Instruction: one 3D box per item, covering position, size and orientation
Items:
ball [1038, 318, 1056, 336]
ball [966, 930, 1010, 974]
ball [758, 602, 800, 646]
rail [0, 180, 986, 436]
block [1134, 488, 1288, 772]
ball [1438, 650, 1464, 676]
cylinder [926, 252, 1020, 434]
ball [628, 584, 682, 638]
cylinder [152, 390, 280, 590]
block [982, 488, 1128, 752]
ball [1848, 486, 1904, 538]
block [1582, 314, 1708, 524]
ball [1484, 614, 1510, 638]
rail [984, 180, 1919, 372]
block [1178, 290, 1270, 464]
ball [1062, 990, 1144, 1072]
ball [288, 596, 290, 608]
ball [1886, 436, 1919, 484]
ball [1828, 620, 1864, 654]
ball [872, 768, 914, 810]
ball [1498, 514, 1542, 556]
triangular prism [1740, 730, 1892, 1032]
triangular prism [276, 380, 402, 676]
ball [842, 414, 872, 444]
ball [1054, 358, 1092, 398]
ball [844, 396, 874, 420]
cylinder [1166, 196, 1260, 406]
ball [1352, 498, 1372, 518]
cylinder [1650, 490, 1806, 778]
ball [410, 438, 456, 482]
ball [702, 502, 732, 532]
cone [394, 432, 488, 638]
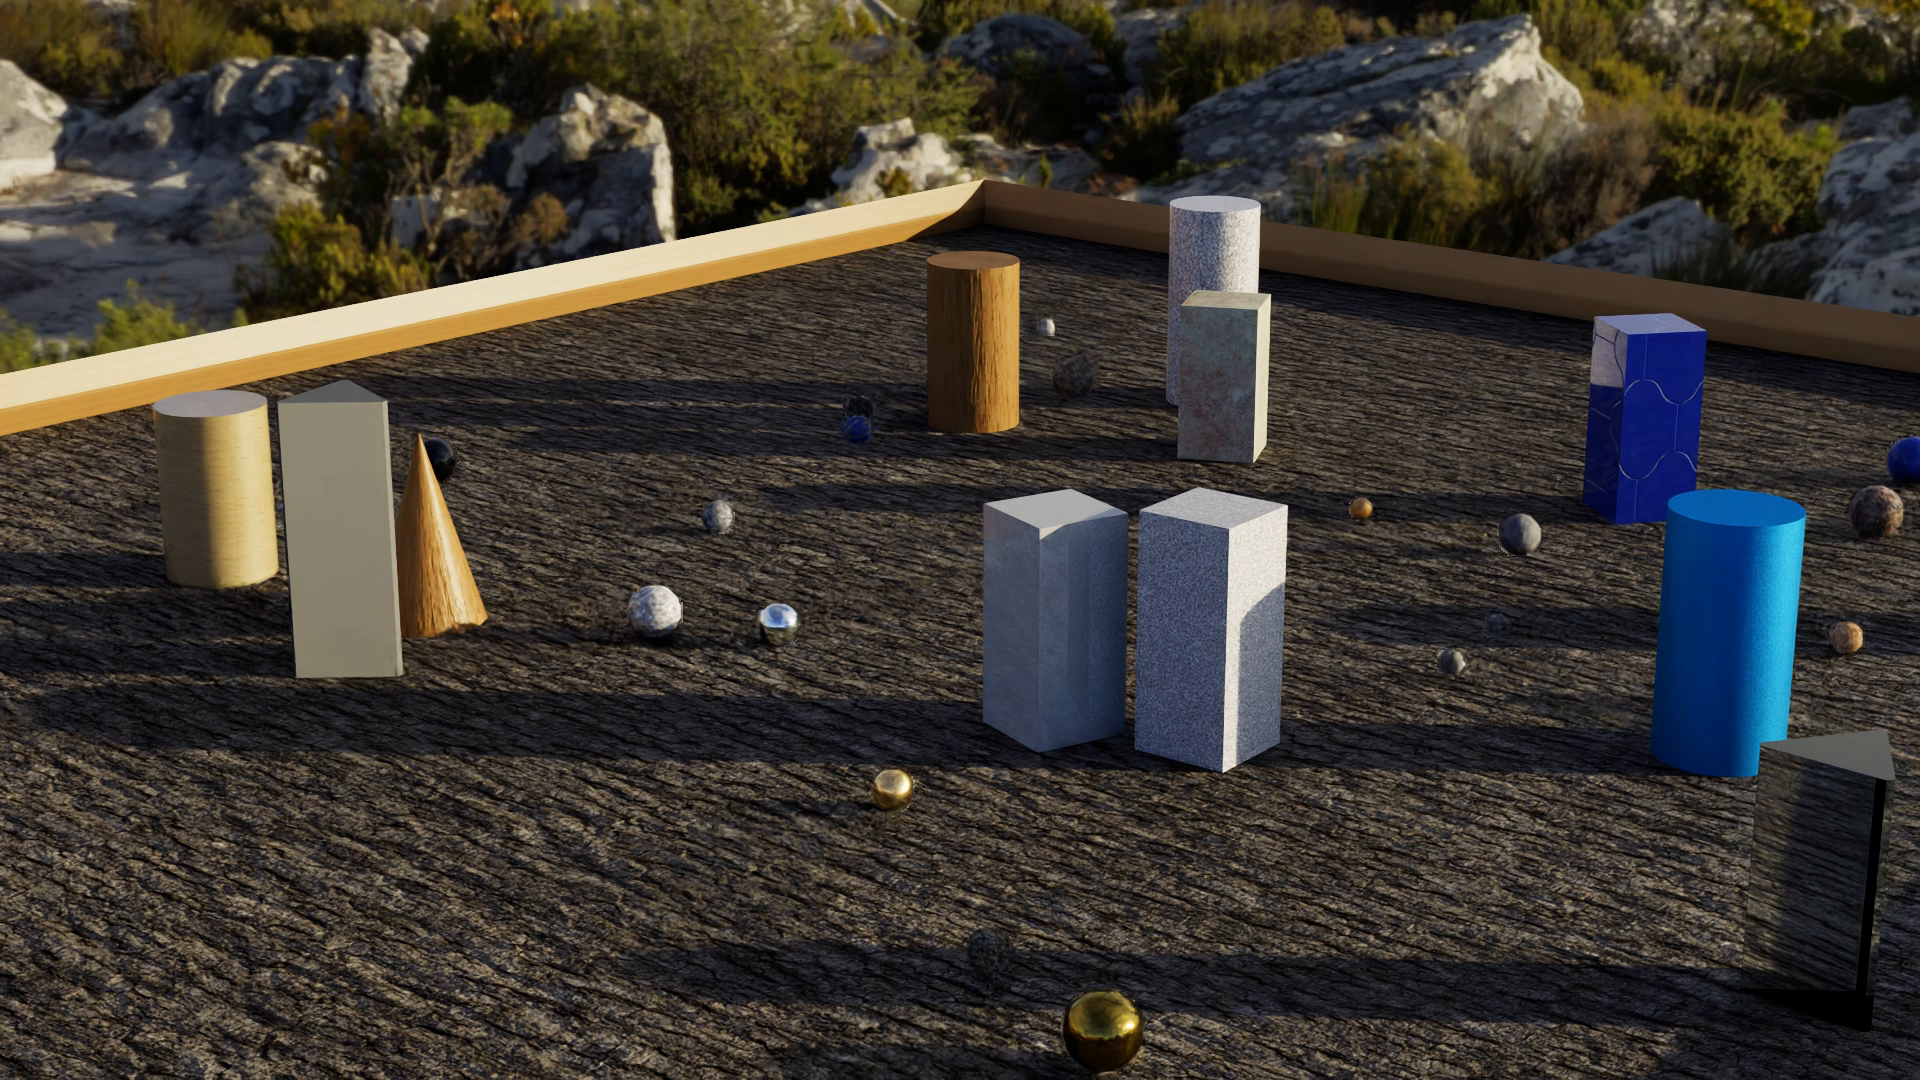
[{"bbox_3d":[0.209,-0.513,7.079,0.043,0.043,0.043,0,17,0],"label":"ball"},{"bbox_3d":[0.036,0.514,3.651,0.055,0.055,0.055,0,17,0],"label":"ball"},{"bbox_3d":[-0.300,0.139,4.865,0.072,0.072,0.072,0,17,0],"label":"ball"},{"bbox_3d":[-1.676,-0.388,6.513,0.045,0.128,5.375,14,22,39],"label":"rail"},{"bbox_3d":[0.373,0.131,4.367,0.157,0.374,0.157,13,21,36],"label":"block"},{"bbox_3d":[0.791,0.198,4.723,0.042,0.042,0.042,0,17,0],"label":"ball"},{"bbox_3d":[0.028,-0.423,6.243,0.197,0.352,0.197,0,17,0],"label":"cylinder"},{"bbox_3d":[-0.511,0.119,4.900,0.090,0.090,0.090,0,17,0],"label":"ball"},{"bbox_3d":[-1.322,-0.091,5.213,0.197,0.312,0.197,0,17,0],"label":"cylinder"},{"bbox_3d":[0.143,0.120,4.447,0.157,0.350,0.157,-10,19,-30],"label":"block"},{"bbox_3d":[1.706,-0.053,5.458,0.098,0.098,0.098,0,17,0],"label":"ball"},{"bbox_3d":[1.302,-0.232,5.585,0.157,0.368,0.157,-3,17,-11],"label":"block"},{"bbox_3d":[0.899,0.144,4.903,0.042,0.042,0.042,0,17,0],"label":"ball"},{"bbox_3d":[1.746,-0.548,7.046,4.485,0.128,0.045,14,22,39],"label":"rail"},{"bbox_3d":[0.542,-0.336,6.015,0.157,0.319,0.157,4,17,14],"label":"block"},{"bbox_3d":[0.166,0.569,3.400,0.094,0.094,0.094,0,17,0],"label":"ball"},{"bbox_3d":[-1.079,0.105,4.932,0.098,0.098,0.098,0,17,0],"label":"ball"},{"bbox_3d":[1.887,-0.158,5.810,0.096,0.096,0.096,0,17,0],"label":"ball"},{"bbox_3d":[1.458,0.160,4.824,0.055,0.055,0.055,0,17,0],"label":"ball"},{"bbox_3d":[-0.096,0.355,4.171,0.060,0.060,0.060,0,17,0],"label":"ball"},{"bbox_3d":[1.022,-0.010,5.352,0.076,0.076,0.076,0,17,0],"label":"ball"},{"bbox_3d":[1.073,0.401,3.563,0.170,0.322,0.148,16,23,42],"label":"triangular prism"},{"bbox_3d":[-0.989,-0.020,4.728,0.170,0.455,0.148,-1,17,-2],"label":"triangular prism"},{"bbox_3d":[-0.214,-0.230,6.110,0.061,0.061,0.061,0,17,0],"label":"ball"},{"bbox_3d":[0.250,-0.359,6.493,0.087,0.087,0.087,0,17,0],"label":"ball"},{"bbox_3d":[-0.216,-0.278,6.263,0.063,0.063,0.063,0,17,0],"label":"ball"},{"bbox_3d":[0.554,-0.521,6.424,0.197,0.436,0.197,0,17,0],"label":"cylinder"},{"bbox_3d":[0.765,-0.061,5.583,0.041,0.041,0.041,0,17,0],"label":"ball"},{"bbox_3d":[1.134,0.136,4.337,0.197,0.383,0.197,0,17,0],"label":"cylinder"},{"bbox_3d":[-1.045,-0.158,5.820,0.090,0.090,0.090,0,17,0],"label":"ball"},{"bbox_3d":[-0.456,-0.043,5.494,0.058,0.058,0.058,0,17,0],"label":"ball"},{"bbox_3d":[-0.906,-0.024,4.958,0.197,0.330,0.197,0,17,0],"label":"cone"}]
